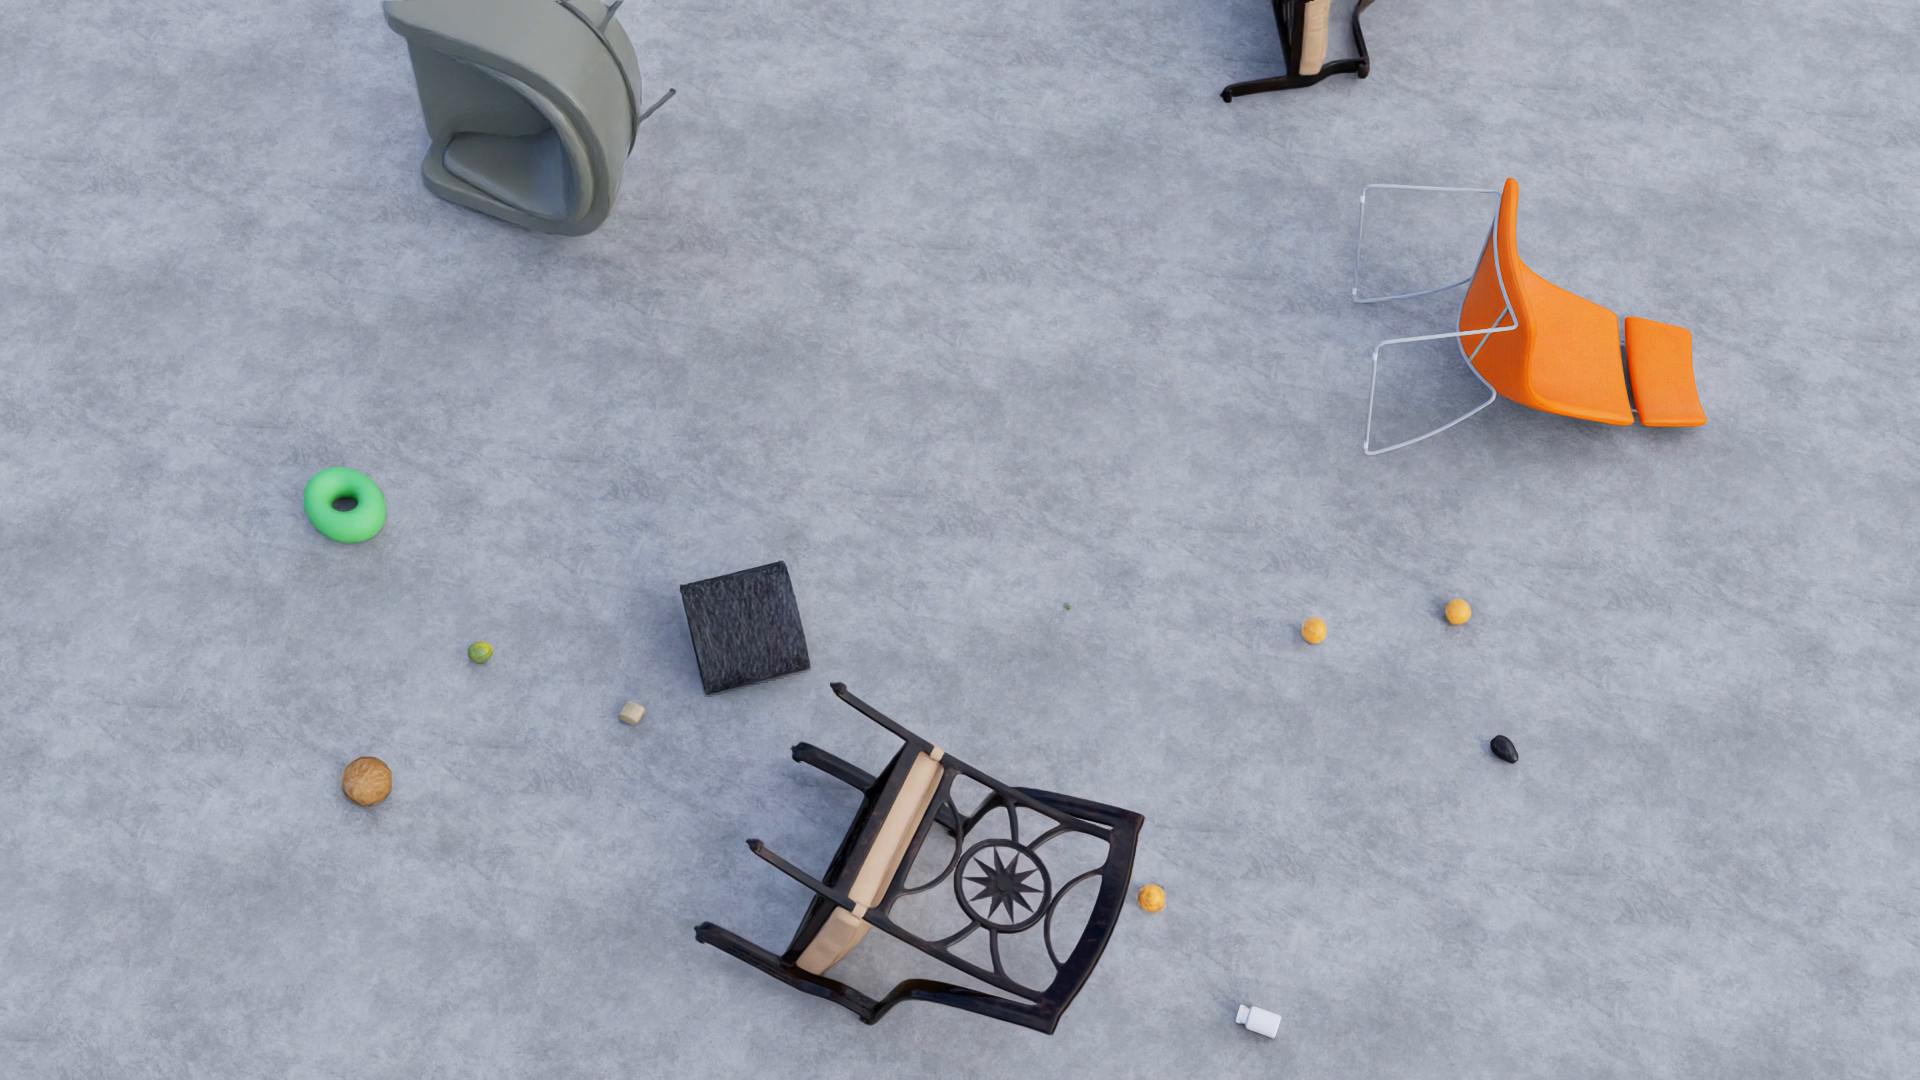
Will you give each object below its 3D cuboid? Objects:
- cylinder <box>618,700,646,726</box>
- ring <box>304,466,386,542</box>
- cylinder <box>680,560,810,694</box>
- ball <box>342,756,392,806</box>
[{"bbox_3d":[-0.929,0.490,6.223,0.060,0.036,0.051,39,41,9],"label":"cylinder"},{"bbox_3d":[-1.840,-0.106,6.581,0.282,0.109,0.220,39,63,24],"label":"ring"},{"bbox_3d":[-0.612,0.249,6.261,0.304,0.186,0.320,-14,94,-9],"label":"cylinder"},{"bbox_3d":[-1.630,0.664,6.046,0.136,0.136,0.136,0,56,0],"label":"ball"}]
